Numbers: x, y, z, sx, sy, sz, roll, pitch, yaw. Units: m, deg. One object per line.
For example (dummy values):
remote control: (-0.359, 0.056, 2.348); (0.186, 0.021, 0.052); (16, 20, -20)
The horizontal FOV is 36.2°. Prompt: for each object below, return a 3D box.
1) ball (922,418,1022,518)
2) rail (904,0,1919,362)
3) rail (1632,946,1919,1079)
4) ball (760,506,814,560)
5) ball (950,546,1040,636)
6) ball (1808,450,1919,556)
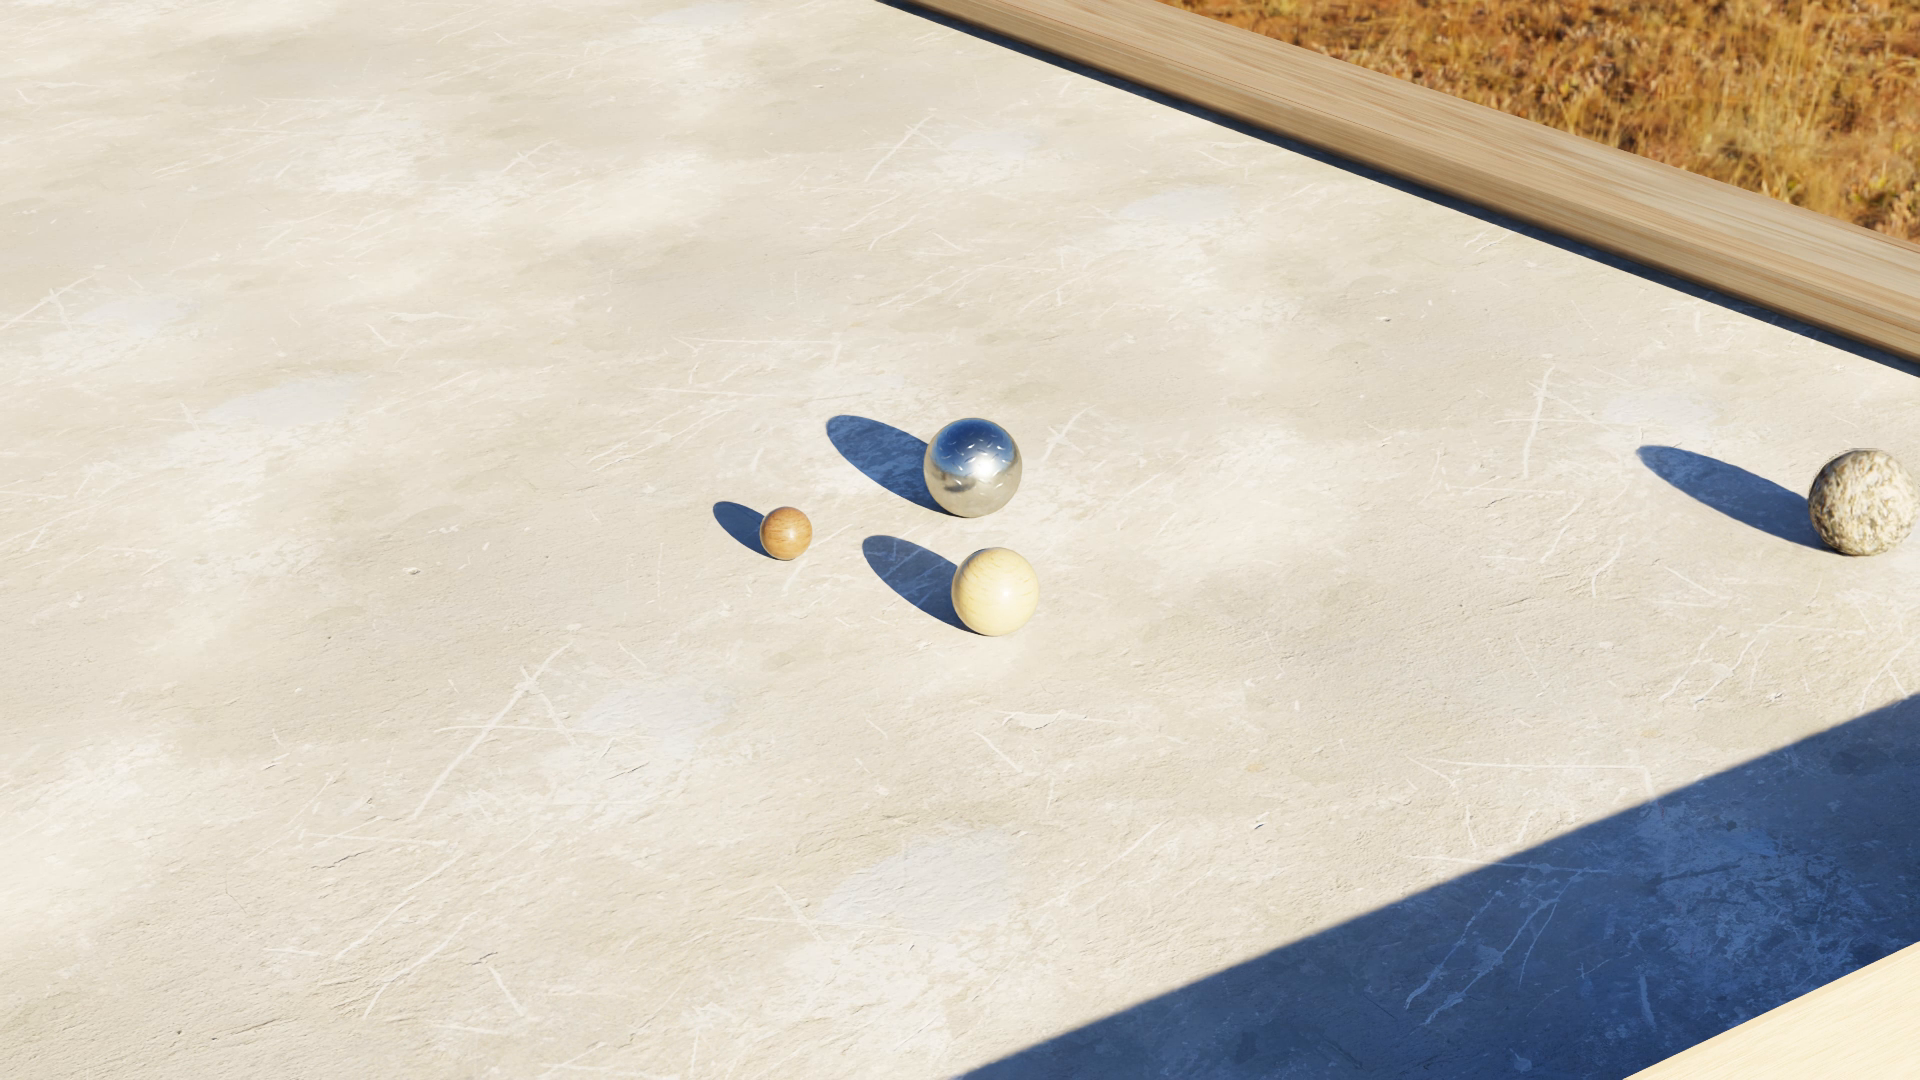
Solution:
ball: (0.010, -0.058, 2.344); (0.080, 0.080, 0.080); (0, 24, 0)
rail: (0.294, -0.533, 3.371); (0.045, 0.107, 3.462); (-16, 29, -31)
rail: (0.480, 0.262, 1.592); (1.962, 0.107, 0.045); (-16, 29, -31)
ball: (-0.134, -0.005, 2.274); (0.042, 0.042, 0.042); (0, 24, 0)
ball: (0.026, 0.038, 2.149); (0.065, 0.065, 0.065); (0, 24, 0)
ball: (0.699, -0.029, 2.275); (0.083, 0.083, 0.083); (0, 24, 0)
